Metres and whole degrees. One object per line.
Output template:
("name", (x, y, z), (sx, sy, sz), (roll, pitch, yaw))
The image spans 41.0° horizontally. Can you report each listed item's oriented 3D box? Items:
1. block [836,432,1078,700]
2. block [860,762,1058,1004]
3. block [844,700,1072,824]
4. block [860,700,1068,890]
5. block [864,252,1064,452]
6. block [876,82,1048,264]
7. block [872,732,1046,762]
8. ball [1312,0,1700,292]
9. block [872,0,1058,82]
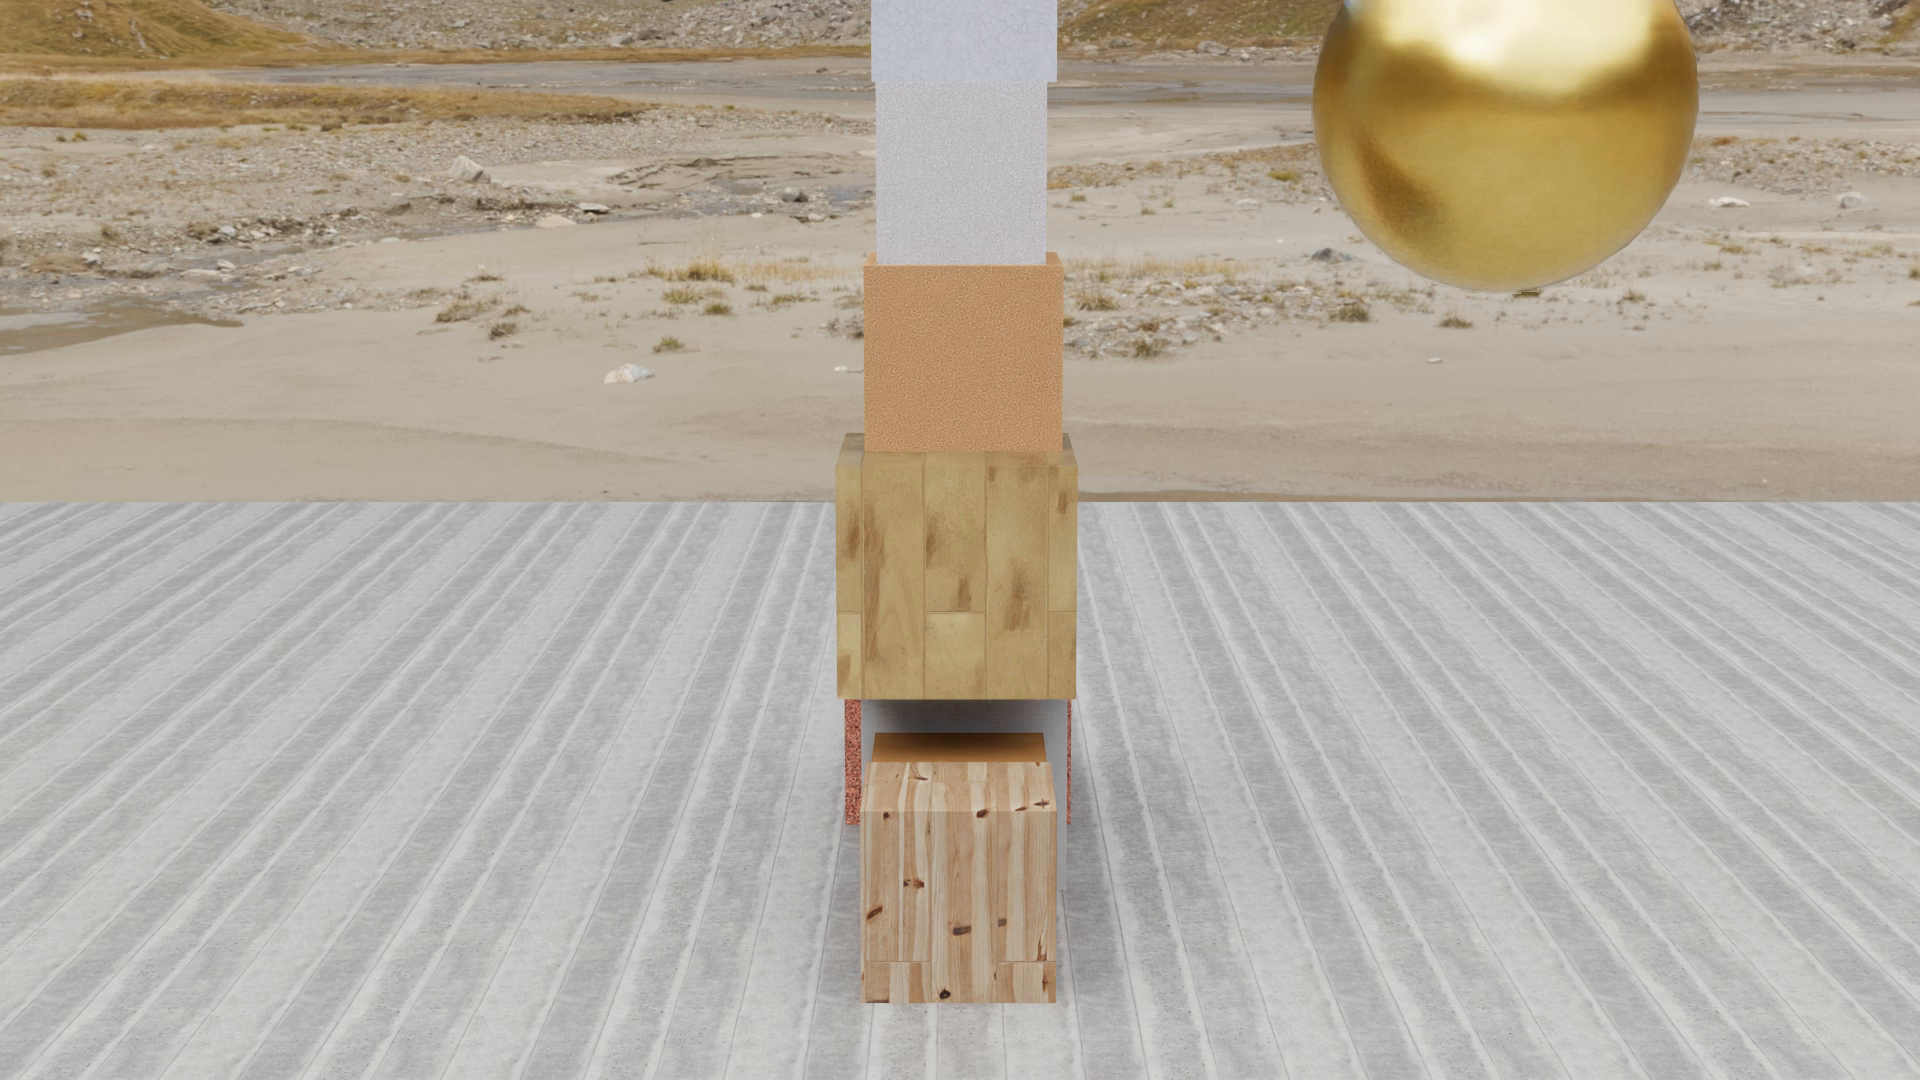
("block", (-0.014, 0.089, 10.838), (0.972, 0.957, 0.981), (0, 10, 0))
("block", (-0.006, 1.335, 10.097), (0.745, 0.760, 0.704), (0, 10, 0))
("block", (-0.010, 0.736, 12.517), (1.065, 1.073, 0.946), (0, 10, 0))
("block", (0.018, 0.948, 11.569), (0.889, 0.995, 0.975), (0, 10, 0))
("block", (0.015, -0.823, 11.031), (0.823, 0.769, 0.856), (0, 10, 0))
("block", (0.006, -1.568, 10.895), (0.701, 0.745, 0.691), (0, 10, 0))
("block", (-0.003, 1.237, 10.781), (0.723, 0.709, 0.658), (0, 10, 0))
("ball", (2.295, -1.850, 10.844), (1.600, 1.600, 1.600), (0, 10, 0))
("block", (0.017, -2.289, 10.764), (0.758, 0.720, 0.652), (0, 10, 0))
